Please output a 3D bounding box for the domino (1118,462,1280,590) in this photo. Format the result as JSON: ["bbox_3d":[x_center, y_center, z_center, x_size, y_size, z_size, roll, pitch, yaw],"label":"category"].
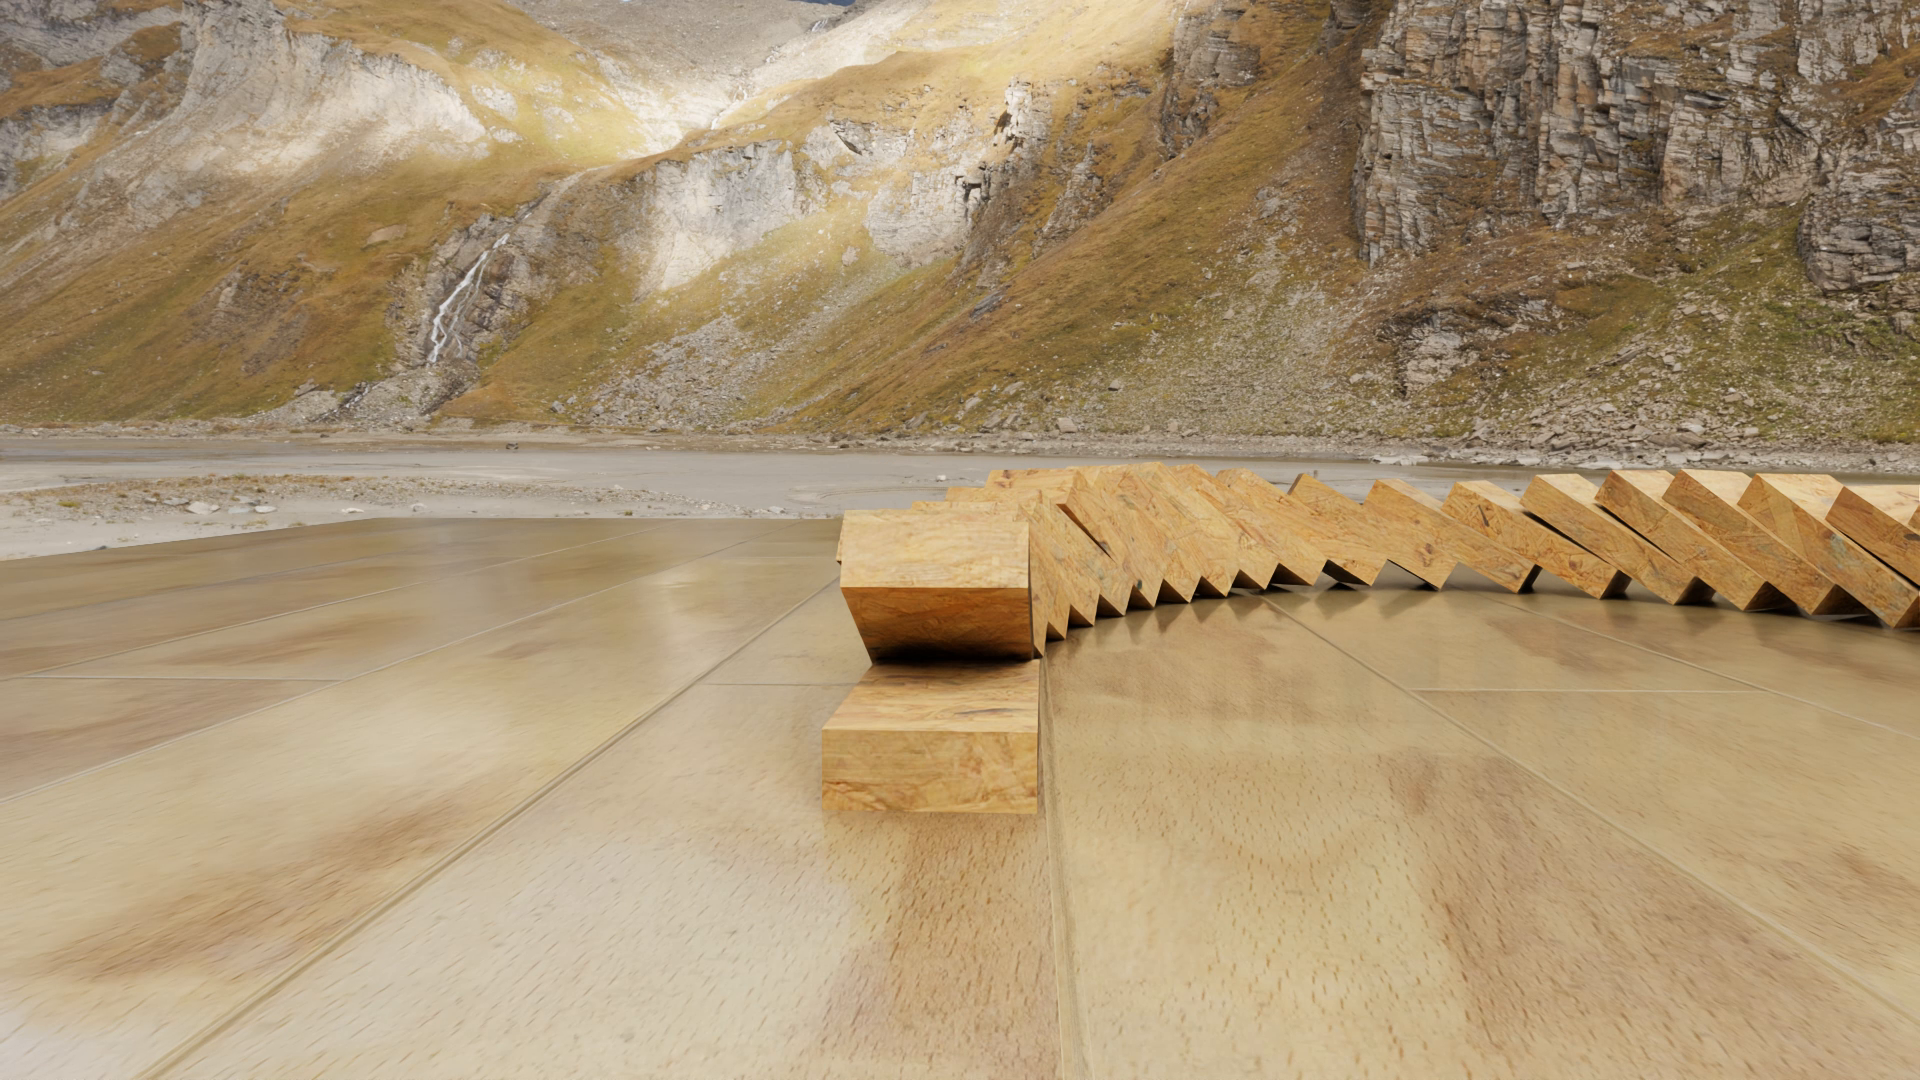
[{"bbox_3d":[0.064,-0.004,0.363,0.050,0.009,0.025,36,-17,-24],"label":"domino"}]

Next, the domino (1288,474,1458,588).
[{"bbox_3d":[0.122,-0.003,0.385,0.050,0.010,0.025,31,8,9],"label":"domino"}]

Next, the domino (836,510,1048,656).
[{"bbox_3d":[-0.002,0.009,0.240,0.025,0.010,0.050,1,-22,19],"label":"domino"}]

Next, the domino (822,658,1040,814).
[{"bbox_3d":[-0.002,0.025,0.173,0.025,0.009,0.050,0,4,4],"label":"domino"}]

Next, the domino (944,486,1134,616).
[{"bbox_3d":[0.019,0.003,0.307,0.025,0.009,0.050,3,-24,36],"label":"domino"}]

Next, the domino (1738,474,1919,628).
[{"bbox_3d":[0.220,0.002,0.313,0.025,0.009,0.050,0,36,-18],"label":"domino"}]

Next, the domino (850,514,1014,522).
[{"bbox_3d":[-0.002,0.010,0.216,0.025,0.009,0.050,0,-23,7],"label":"domino"}]

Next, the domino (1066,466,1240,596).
[{"bbox_3d":[0.051,-0.002,0.352,0.050,0.010,0.025,38,-18,-29],"label":"domino"}]

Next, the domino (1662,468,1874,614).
[{"bbox_3d":[0.210,0.000,0.331,0.025,0.009,0.050,1,36,-24],"label":"domino"}]

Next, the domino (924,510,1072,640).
[{"bbox_3d":[0.004,0.008,0.264,0.025,0.009,0.050,2,-21,22],"label":"domino"}]

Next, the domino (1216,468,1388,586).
[{"bbox_3d":[0.099,-0.004,0.382,0.050,0.009,0.025,32,-2,-4],"label":"domino"}]

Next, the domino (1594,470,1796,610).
[{"bbox_3d":[0.200,-0.001,0.346,0.025,0.009,0.050,-1,37,-30],"label":"domino"}]

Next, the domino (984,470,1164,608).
[{"bbox_3d":[0.029,0.000,0.322,0.025,0.010,0.050,2,-30,37],"label":"domino"}]

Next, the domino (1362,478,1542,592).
[{"bbox_3d":[0.148,-0.002,0.384,0.050,0.009,0.025,34,20,27],"label":"domino"}]

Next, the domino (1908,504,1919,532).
[{"bbox_3d":[0.234,0.006,0.273,0.025,0.010,0.050,-1,33,-13],"label":"domino"}]

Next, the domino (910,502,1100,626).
[{"bbox_3d":[0.011,0.006,0.286,0.025,0.010,0.050,2,-21,28],"label":"domino"}]

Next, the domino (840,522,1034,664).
[{"bbox_3d":[-0.002,0.012,0.195,0.025,0.009,0.050,0,-23,4],"label":"domino"}]

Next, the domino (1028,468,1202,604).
[{"bbox_3d":[0.040,-0.001,0.339,0.025,0.009,0.050,5,-28,48],"label":"domino"}]

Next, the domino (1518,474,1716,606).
[{"bbox_3d":[0.186,-0.001,0.360,0.025,0.010,0.050,-4,36,-39],"label":"domino"}]

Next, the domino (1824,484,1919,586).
[{"bbox_3d":[0.228,0.004,0.292,0.025,0.010,0.050,-1,33,-15],"label":"domino"}]

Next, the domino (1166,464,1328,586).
[{"bbox_3d":[0.080,-0.004,0.374,0.050,0.009,0.025,33,-9,-14],"label":"domino"}]

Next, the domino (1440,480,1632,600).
[{"bbox_3d":[0.168,-0.001,0.373,0.025,0.009,0.050,-5,34,-48],"label":"domino"}]
